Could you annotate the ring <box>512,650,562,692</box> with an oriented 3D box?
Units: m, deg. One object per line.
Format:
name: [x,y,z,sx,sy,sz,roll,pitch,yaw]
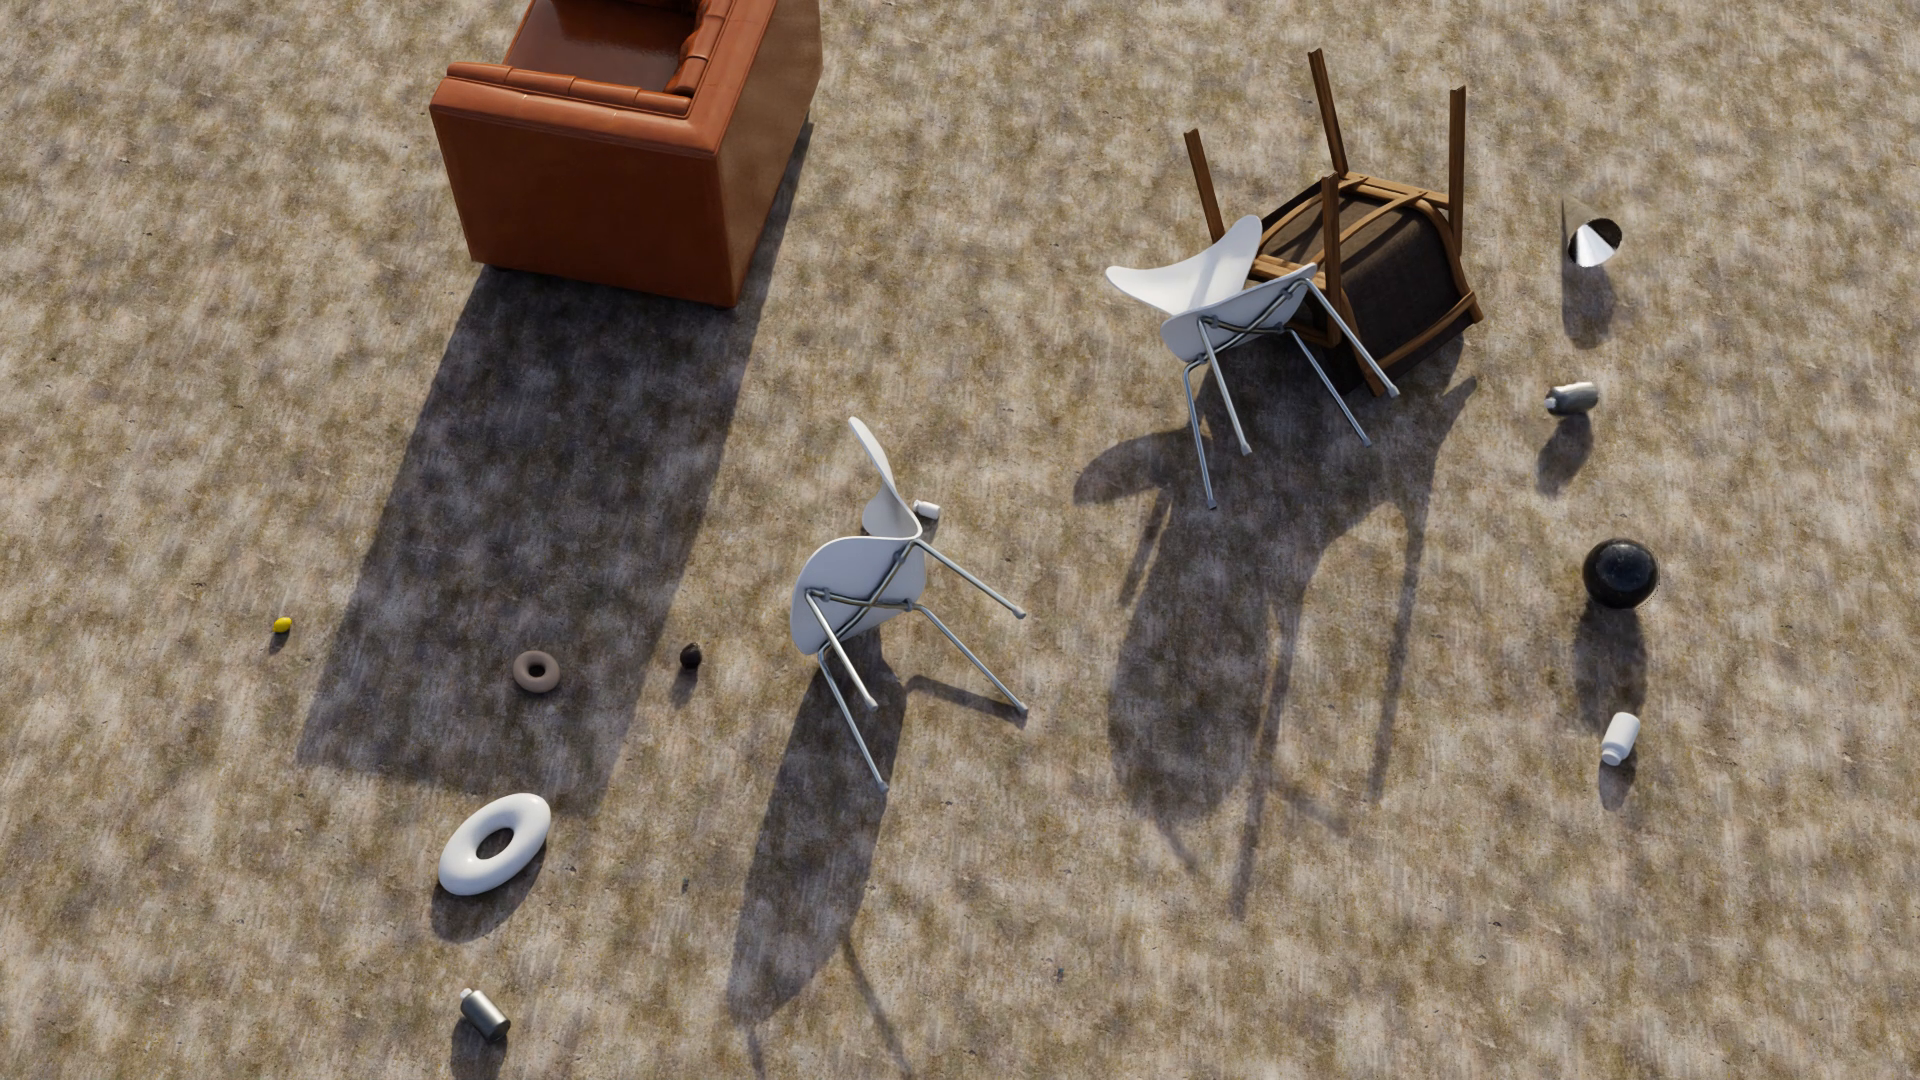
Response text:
ring: [-1.211,0.376,6.292,0.149,0.049,0.125,31,62,18]

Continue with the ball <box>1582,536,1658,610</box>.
ball: [1.915,0.097,6.381,0.212,0.212,0.212,0,56,0]

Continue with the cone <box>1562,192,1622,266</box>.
cone: [2.034,-1.066,7.236,0.173,0.181,0.322,6,39,-14]

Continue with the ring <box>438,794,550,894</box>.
ring: [-1.264,0.826,5.977,0.218,0.072,0.358,37,64,23]
